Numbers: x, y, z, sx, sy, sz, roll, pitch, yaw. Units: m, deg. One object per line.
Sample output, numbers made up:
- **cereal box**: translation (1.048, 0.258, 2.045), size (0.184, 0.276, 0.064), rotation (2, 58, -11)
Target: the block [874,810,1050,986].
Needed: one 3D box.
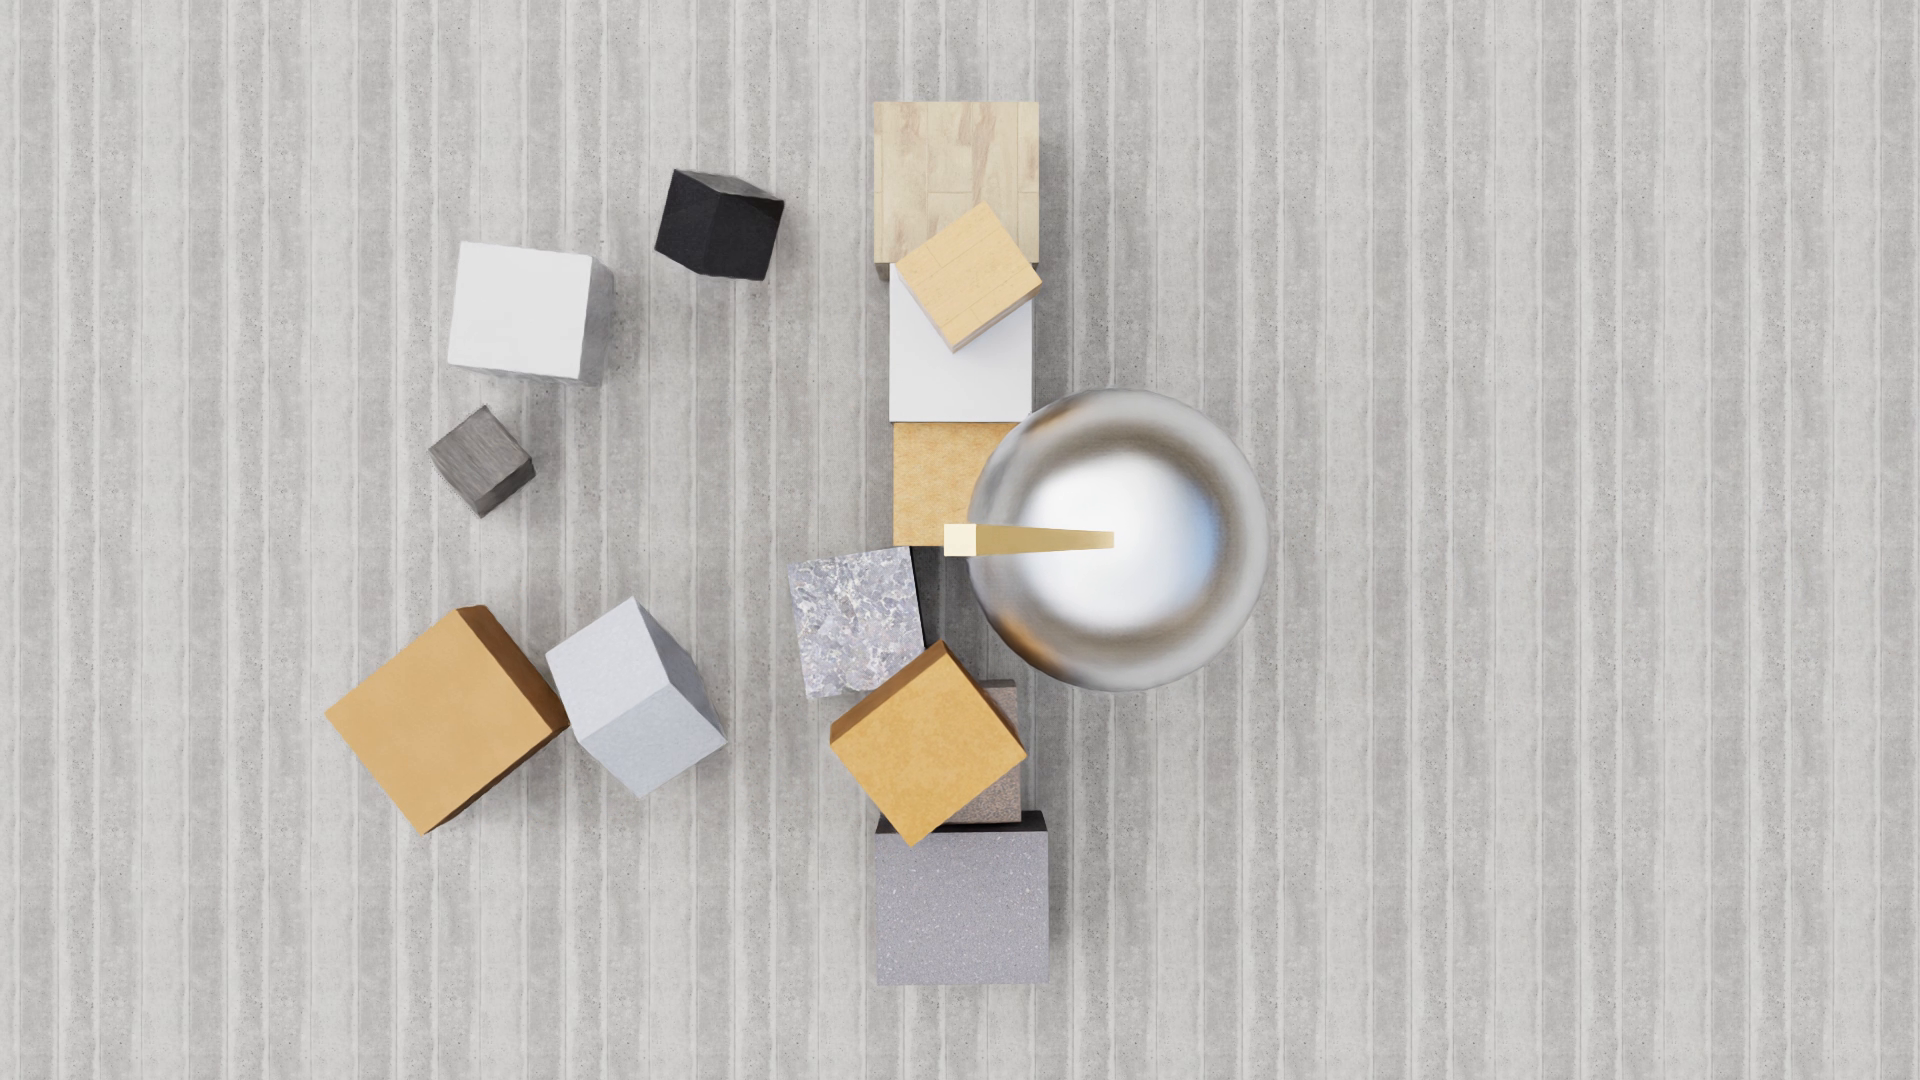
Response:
- **block**: translation (0.013, 2.022, 12.530), size (0.949, 0.940, 0.834), rotation (-1, 90, 0)

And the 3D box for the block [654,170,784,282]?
- **block**: translation (-1.380, -1.805, 12.616), size (0.459, 0.472, 0.480), rotation (31, 112, 40)

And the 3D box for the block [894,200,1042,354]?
- **block**: translation (0.045, -1.405, 11.850), size (0.581, 0.542, 0.528), rotation (-35, 90, 0)

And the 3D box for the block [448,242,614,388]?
- **block**: translation (-2.440, -1.278, 12.592), size (0.730, 0.813, 0.682), rotation (7, 90, 0)

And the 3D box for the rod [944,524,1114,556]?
- **rod**: translation (0.355, 0.000, 8.136), size (0.080, 5.200, 0.080), rotation (0, 90, 8)

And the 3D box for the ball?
- **ball**: translation (0.819, 0.000, 11.504), size (1.600, 1.600, 1.600), rotation (0, 90, 0)

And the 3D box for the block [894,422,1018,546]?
- **block**: translation (-0.002, -0.311, 12.635), size (0.737, 0.731, 0.685), rotation (0, 90, 0)

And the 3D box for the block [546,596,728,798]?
- **block**: translation (-1.837, 0.896, 12.495), size (0.604, 0.679, 0.717), rotation (-33, 48, 3)

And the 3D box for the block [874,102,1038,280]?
- **block**: translation (-0.020, -1.979, 12.580), size (0.909, 0.840, 0.890), rotation (0, 90, 0)

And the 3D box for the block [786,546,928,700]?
- **block**: translation (-0.569, 0.459, 12.626), size (0.690, 0.748, 0.761), rotation (-9, 90, 0)

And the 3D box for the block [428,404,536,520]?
- **block**: translation (-2.764, -0.449, 12.738), size (0.411, 0.401, 0.412), rotation (-41, 85, -14)

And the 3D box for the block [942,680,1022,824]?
- **block**: translation (-0.015, 1.211, 12.645), size (0.690, 0.709, 0.756), rotation (-2, 90, 0)

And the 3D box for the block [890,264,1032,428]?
- **block**: translation (0.003, -1.089, 12.560), size (0.782, 0.880, 0.871), rotation (0, 90, 0)

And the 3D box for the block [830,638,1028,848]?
- **block**: translation (-0.182, 1.081, 11.888), size (0.782, 0.753, 0.690), rotation (-38, 95, 0)

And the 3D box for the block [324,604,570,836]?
- **block**: translation (-2.903, 1.014, 12.614), size (0.934, 0.772, 0.875), rotation (-39, 90, 0)
